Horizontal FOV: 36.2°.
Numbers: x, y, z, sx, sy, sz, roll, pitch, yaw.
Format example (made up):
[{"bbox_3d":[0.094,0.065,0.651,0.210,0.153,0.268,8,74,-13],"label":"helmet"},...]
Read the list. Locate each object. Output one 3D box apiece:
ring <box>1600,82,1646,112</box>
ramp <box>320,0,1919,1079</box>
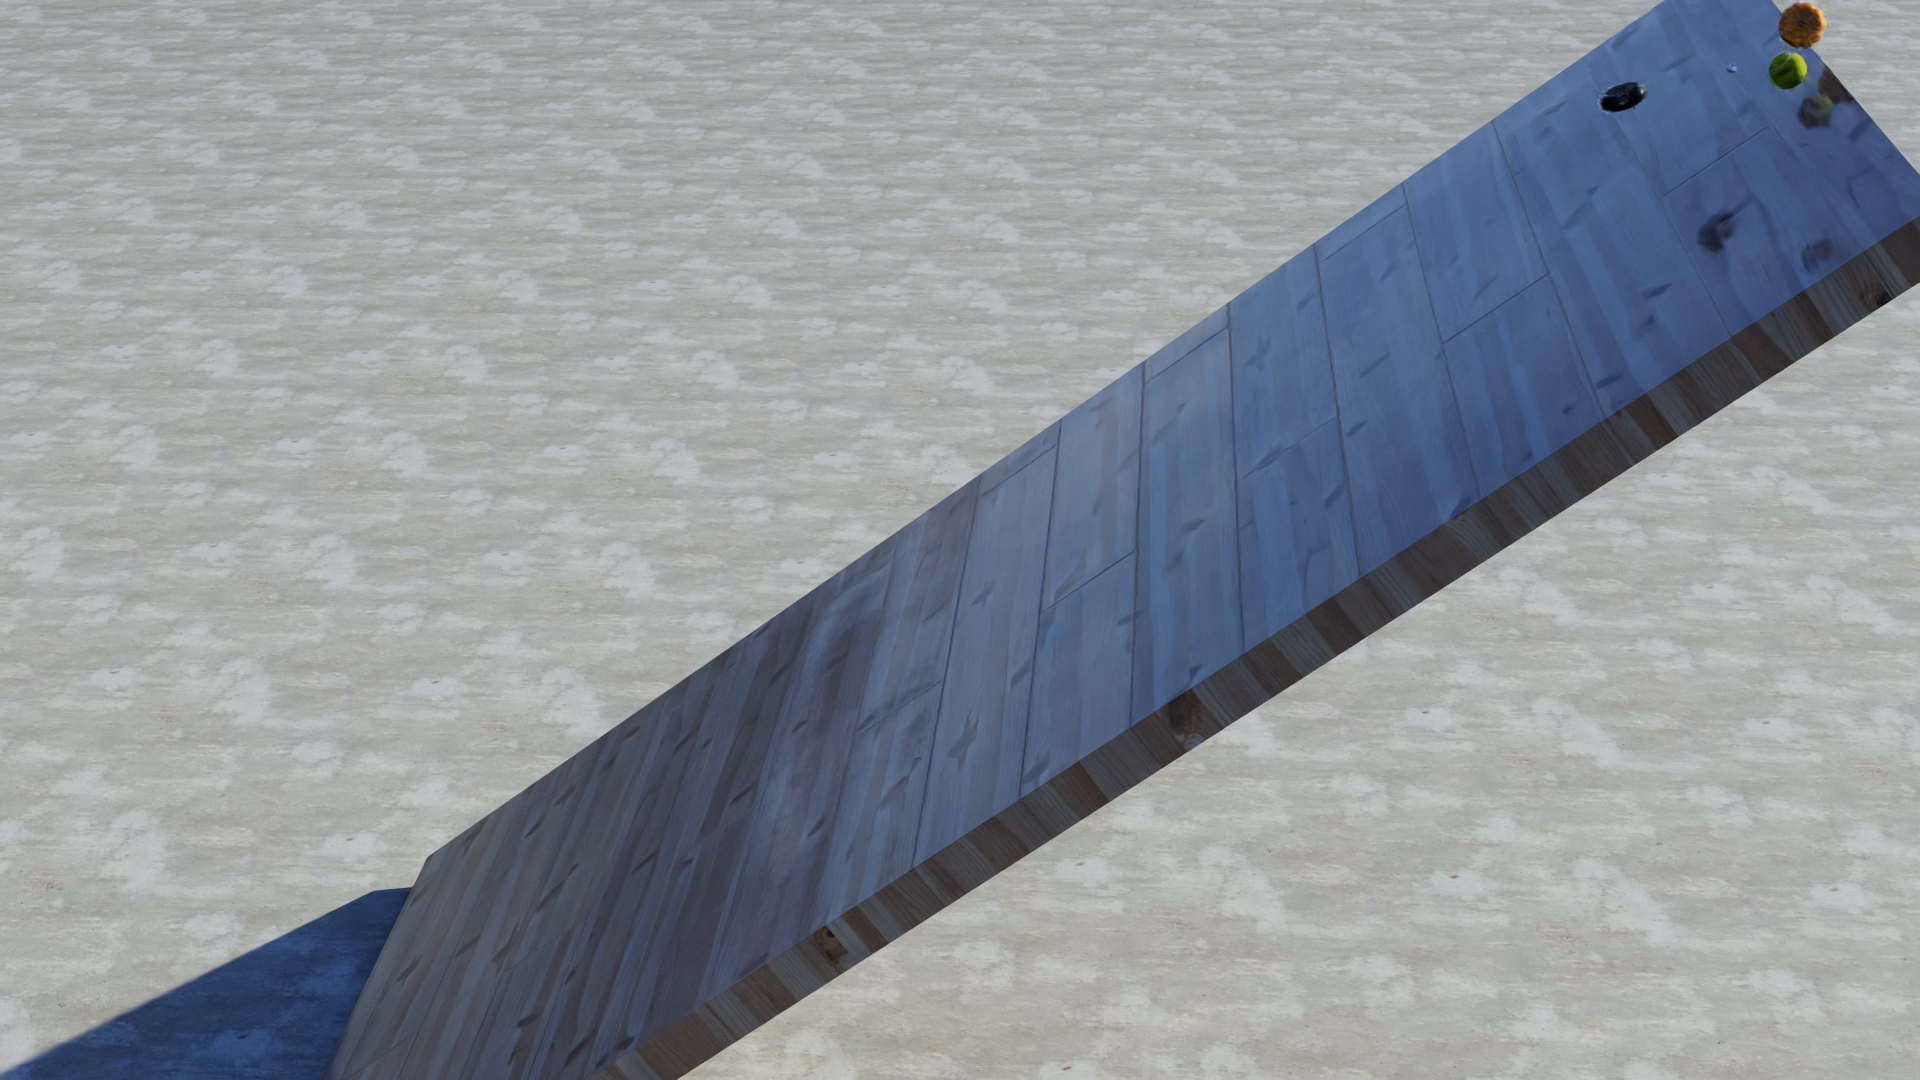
[{"bbox_3d":[1.298,-0.867,5.757,0.092,0.031,0.092,-22,23,9],"label":"ring"},{"bbox_3d":[0.128,0.180,6.324,4.000,0.100,2.000,-34,16,17],"label":"ramp"}]
